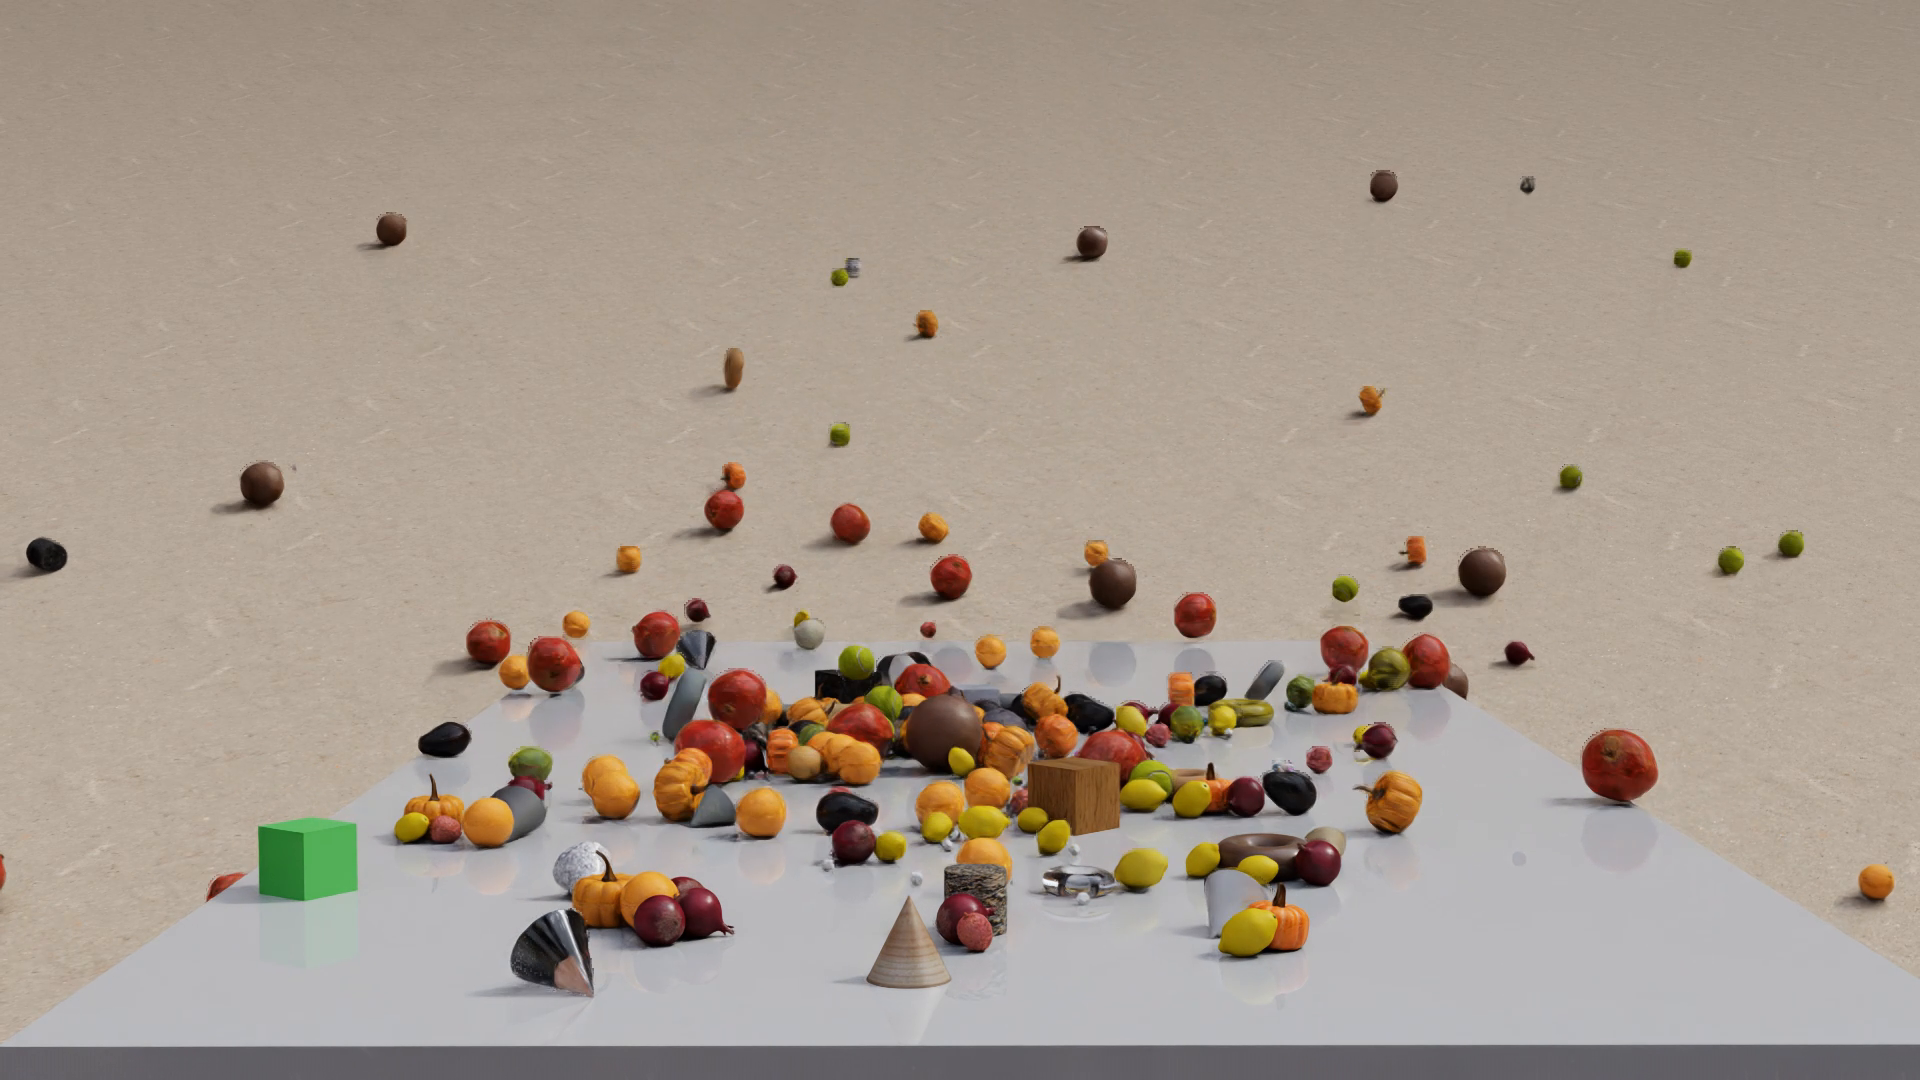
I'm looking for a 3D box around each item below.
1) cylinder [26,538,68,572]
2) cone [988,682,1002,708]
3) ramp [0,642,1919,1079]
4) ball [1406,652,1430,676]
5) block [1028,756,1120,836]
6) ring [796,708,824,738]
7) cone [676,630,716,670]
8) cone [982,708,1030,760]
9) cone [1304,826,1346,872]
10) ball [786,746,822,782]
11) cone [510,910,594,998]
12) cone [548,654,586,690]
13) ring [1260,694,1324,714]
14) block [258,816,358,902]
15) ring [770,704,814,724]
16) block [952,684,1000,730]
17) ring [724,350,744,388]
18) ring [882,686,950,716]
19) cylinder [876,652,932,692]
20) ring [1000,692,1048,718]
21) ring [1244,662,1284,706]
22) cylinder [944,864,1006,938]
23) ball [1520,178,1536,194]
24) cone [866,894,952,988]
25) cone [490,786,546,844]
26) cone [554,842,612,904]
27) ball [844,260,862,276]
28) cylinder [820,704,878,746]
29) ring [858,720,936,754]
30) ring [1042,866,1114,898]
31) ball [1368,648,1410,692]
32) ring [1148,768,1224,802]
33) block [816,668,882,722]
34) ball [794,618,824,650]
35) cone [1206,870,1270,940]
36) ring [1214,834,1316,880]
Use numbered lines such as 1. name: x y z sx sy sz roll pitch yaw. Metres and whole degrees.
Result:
1. cylinder: -2.585 0.043 7.269 0.080 0.080 0.080 17 26 39
2. cone: 0.056 0.313 4.973 0.076 0.076 0.076 0 3 0
3. ramp: 0.047 0.428 4.533 2.000 0.100 4.000 0 3 0
4. ball: 1.154 0.323 6.512 0.078 0.078 0.078 0 20 0
5. block: 0.167 0.376 3.775 0.096 0.096 0.096 3 5 45
6. ring: -0.241 0.341 4.779 0.131 0.044 0.131 2 5 0
7. cone: -0.599 0.273 5.909 0.097 0.097 0.097 -5 31 -14
8. cone: 0.061 0.359 4.504 0.092 0.092 0.092 9 34 24
9. cone: 0.495 0.429 3.461 0.060 0.060 0.060 0 30 0
10. ball: -0.256 0.367 4.218 0.060 0.060 0.060 0 20 0
11. cone: -0.418 0.464 2.761 0.095 0.095 0.095 -16 39 -36
12. cone: -0.848 0.302 5.501 0.081 0.081 0.081 0 30 -1
13. ring: 0.664 0.342 5.127 0.128 0.043 0.128 -1 18 0
14. block: -0.838 0.409 3.301 0.087 0.087 0.087 2 4 35
15. ring: -0.319 0.337 4.955 0.097 0.032 0.097 1 3 0
16. block: 0.029 0.318 4.889 0.077 0.077 0.077 -1 4 -12
17. ring: -0.783 -0.593 8.897 0.045 0.134 0.134 4 18 -18
18. ring: -0.091 0.321 5.102 0.141 0.047 0.141 -1 4 0
19. cylinder: -0.118 0.281 5.427 0.085 0.085 0.085 15 12 35
20. ring: 0.112 0.326 5.065 0.122 0.041 0.122 0 2 0
21. ring: 0.616 0.292 5.200 0.036 0.109 0.109 38 31 9
22. cylinder: 0.019 0.429 3.061 0.075 0.075 0.075 0 3 0
23. ball: 2.611 -1.629 11.810 0.070 0.070 0.070 0 20 0
24. cone: -0.056 0.435 2.815 0.094 0.094 0.094 0 3 0
25. cone: -0.644 0.411 3.680 0.083 0.083 0.083 2 31 5
26. cone: -0.468 0.438 3.256 0.078 0.078 0.078 -8 33 -22
27. ball: -0.432 -1.100 10.383 0.067 0.067 0.067 0 20 0
28. cylinder: -0.201 0.334 4.649 0.074 0.074 0.074 1 18 31
29. ring: -0.112 0.351 4.594 0.141 0.047 0.141 -1 4 0
30. ring: 0.151 0.438 3.288 0.093 0.031 0.093 1 3 0
31. ball: 0.912 0.276 5.458 0.091 0.091 0.091 0 20 0
32. ring: 0.356 0.387 4.052 0.121 0.040 0.121 -1 4 0
33. block: -0.216 0.303 4.977 0.097 0.097 0.097 -2 4 -29
34. ball: -0.370 0.232 6.323 0.076 0.076 0.076 0 20 0
35. cone: 0.314 0.449 3.047 0.082 0.082 0.082 10 35 26
36. ring: 0.405 0.423 3.421 0.137 0.046 0.137 0 5 0
